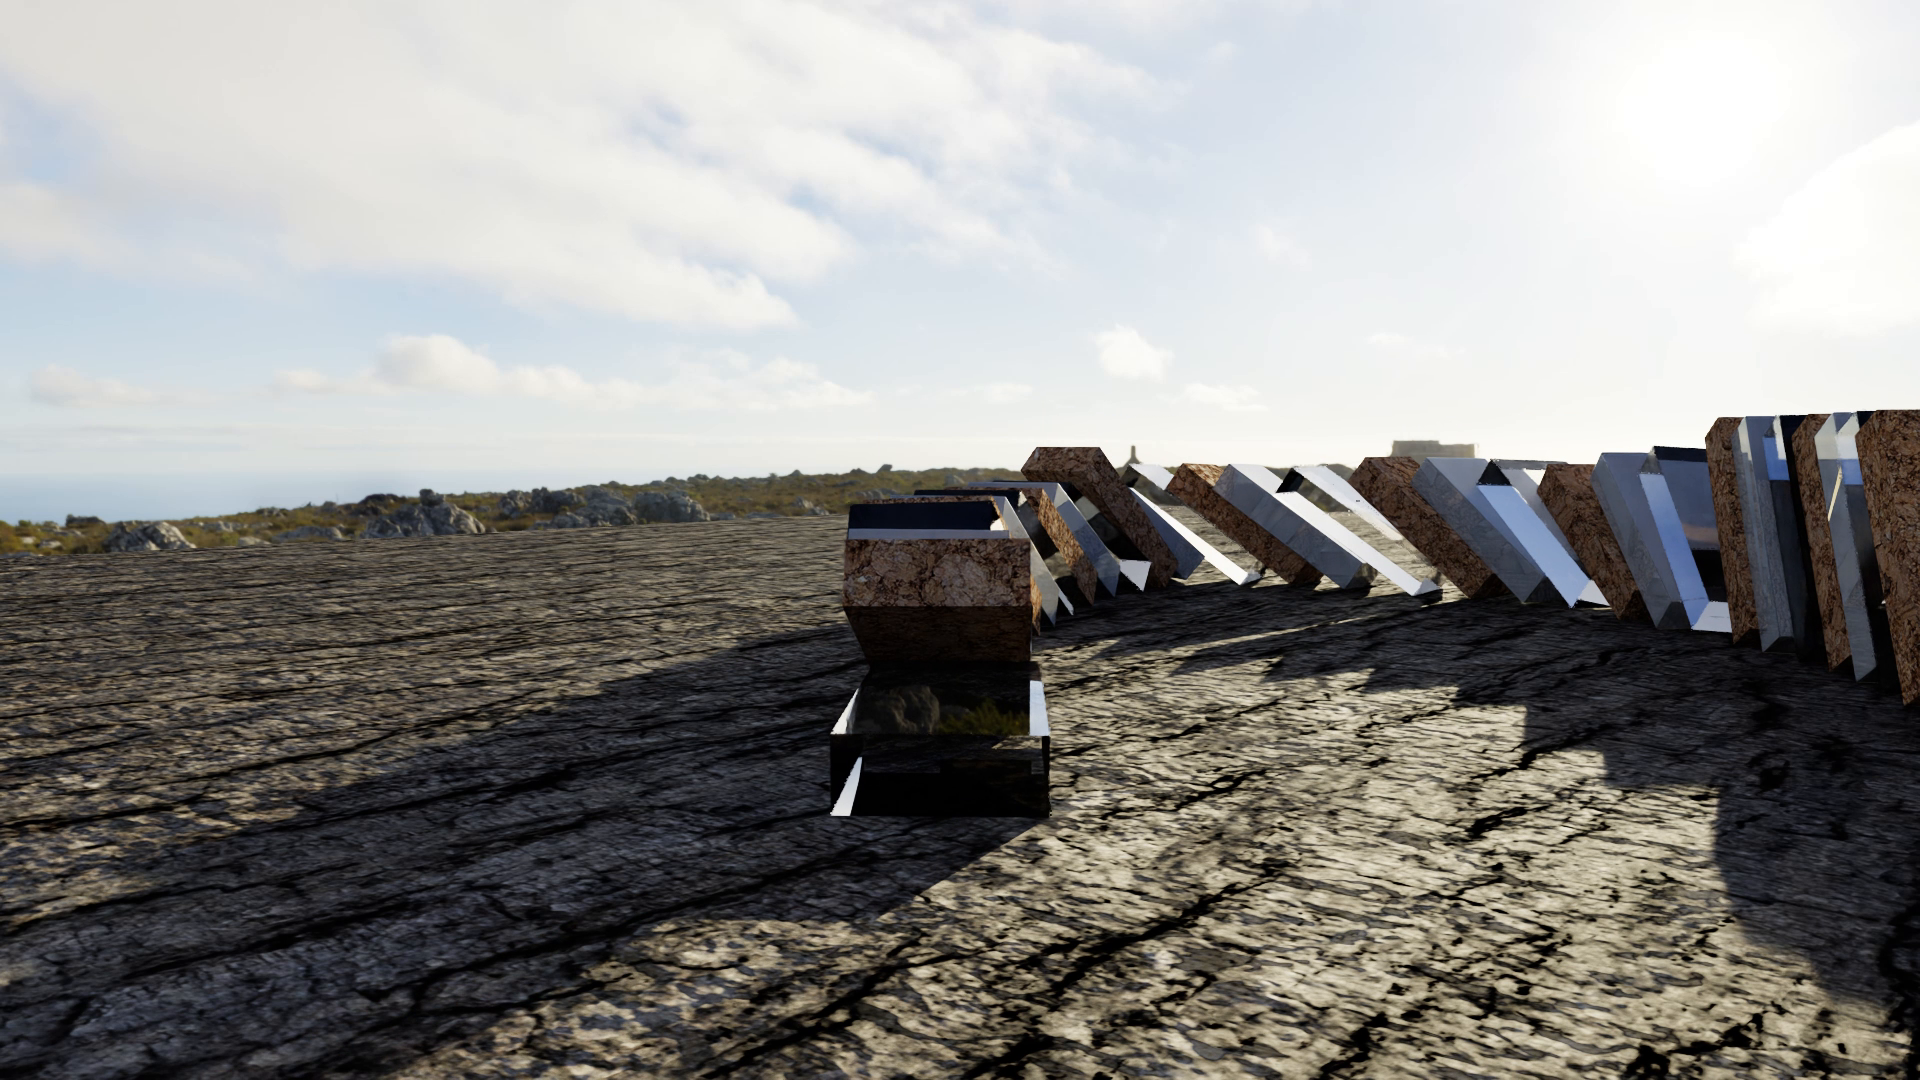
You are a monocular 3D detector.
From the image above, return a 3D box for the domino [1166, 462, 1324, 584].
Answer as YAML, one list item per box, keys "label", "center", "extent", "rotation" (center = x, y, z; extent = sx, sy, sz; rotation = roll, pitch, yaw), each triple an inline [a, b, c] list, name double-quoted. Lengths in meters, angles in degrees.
- label: "domino"
  center: [0.091, -0.006, 0.400]
  extent: [0.050, 0.009, 0.025]
  rotation: [42, 24, 27]

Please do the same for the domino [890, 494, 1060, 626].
- label: "domino"
  center: [0.004, 0.005, 0.283]
  extent: [0.025, 0.009, 0.050]
  rotation: [1, -24, 19]

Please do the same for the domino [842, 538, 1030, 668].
- label: "domino"
  center: [-0.002, 0.013, 0.195]
  extent: [0.025, 0.010, 0.050]
  rotation: [0, -20, 3]

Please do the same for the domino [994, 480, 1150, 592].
- label: "domino"
  center: [0.031, -0.001, 0.361]
  extent: [0.025, 0.010, 0.050]
  rotation: [3, -24, 37]

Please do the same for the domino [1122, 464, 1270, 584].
- label: "domino"
  center: [0.075, -0.006, 0.407]
  extent: [0.050, 0.009, 0.025]
  rotation: [39, 21, 21]

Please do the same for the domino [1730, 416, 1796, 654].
- label: "domino"
  center: [0.178, -0.002, 0.265]
  extent: [0.025, 0.050, 0.009]
  rotation: [1, -24, 13]

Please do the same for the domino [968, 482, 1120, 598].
- label: "domino"
  center: [0.022, 0.001, 0.341]
  extent: [0.025, 0.009, 0.050]
  rotation: [2, -25, 28]

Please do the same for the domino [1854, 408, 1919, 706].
- label: "domino"
  center: [0.168, 0.002, 0.211]
  extent: [0.025, 0.050, 0.009]
  rotation: [1, -24, 14]

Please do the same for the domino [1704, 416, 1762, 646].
- label: "domino"
  center: [0.178, -0.002, 0.276]
  extent: [0.025, 0.050, 0.009]
  rotation: [1, -24, 13]

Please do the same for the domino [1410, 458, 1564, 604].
- label: "domino"
  center: [0.152, -0.004, 0.359]
  extent: [0.025, 0.009, 0.050]
  rotation: [-2, 43, -29]

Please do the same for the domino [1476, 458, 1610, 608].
- label: "domino"
  center: [0.164, -0.003, 0.345]
  extent: [0.025, 0.009, 0.050]
  rotation: [1, 41, -15]

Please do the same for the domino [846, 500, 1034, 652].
- label: "domino"
  center: [-0.002, 0.008, 0.240]
  extent: [0.025, 0.009, 0.050]
  rotation: [-1, -24, 11]

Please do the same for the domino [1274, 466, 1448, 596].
- label: "domino"
  center: [0.120, -0.004, 0.378]
  extent: [0.050, 0.010, 0.025]
  rotation: [42, 27, 28]

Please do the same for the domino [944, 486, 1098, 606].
- label: "domino"
  center: [0.015, 0.002, 0.322]
  extent: [0.025, 0.009, 0.050]
  rotation: [2, -24, 23]

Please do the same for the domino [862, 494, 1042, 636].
- label: "domino"
  center: [-0.001, 0.007, 0.260]
  extent: [0.025, 0.009, 0.050]
  rotation: [-2, -24, 15]

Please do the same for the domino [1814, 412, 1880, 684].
- label: "domino"
  center: [0.174, 0.001, 0.232]
  extent: [0.025, 0.050, 0.009]
  rotation: [1, -24, 14]

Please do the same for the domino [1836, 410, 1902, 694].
- label: "domino"
  center: [0.171, 0.002, 0.222]
  extent: [0.025, 0.050, 0.009]
  rotation: [1, -24, 14]

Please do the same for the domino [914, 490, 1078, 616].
- label: "domino"
  center: [0.009, 0.004, 0.302]
  extent: [0.025, 0.009, 0.050]
  rotation: [1, -24, 22]

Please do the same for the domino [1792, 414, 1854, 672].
- label: "domino"
  center: [0.177, 0.000, 0.243]
  extent: [0.025, 0.050, 0.009]
  rotation: [1, -24, 14]

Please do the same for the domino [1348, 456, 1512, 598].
- label: "domino"
  center: [0.138, -0.005, 0.371]
  extent: [0.025, 0.009, 0.050]
  rotation: [-4, 44, -41]

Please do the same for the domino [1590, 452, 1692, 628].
- label: "domino"
  center: [0.174, -0.001, 0.310]
  extent: [0.025, 0.010, 0.050]
  rotation: [0, 46, 2]

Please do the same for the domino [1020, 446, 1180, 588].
- label: "domino"
  center: [0.042, -0.007, 0.378]
  extent: [0.025, 0.010, 0.050]
  rotation: [5, -38, 48]

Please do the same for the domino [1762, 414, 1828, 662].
- label: "domino"
  center: [0.178, -0.001, 0.253]
  extent: [0.025, 0.050, 0.009]
  rotation: [1, -24, 13]

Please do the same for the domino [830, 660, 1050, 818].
- label: "domino"
  center: [-0.001, 0.025, 0.171]
  extent: [0.025, 0.010, 0.050]
  rotation: [0, 4, 2]

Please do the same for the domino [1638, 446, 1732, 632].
- label: "domino"
  center: [0.177, -0.001, 0.296]
  extent: [0.025, 0.009, 0.050]
  rotation: [4, 47, 6]

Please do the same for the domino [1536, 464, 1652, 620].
- label: "domino"
  center: [0.171, -0.001, 0.327]
  extent: [0.025, 0.010, 0.050]
  rotation: [0, 40, -4]

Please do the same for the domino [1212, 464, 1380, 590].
- label: "domino"
  center: [0.103, -0.005, 0.387]
  extent: [0.050, 0.010, 0.025]
  rotation: [42, 24, 27]

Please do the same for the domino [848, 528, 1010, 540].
- label: "domino"
  center: [-0.002, 0.011, 0.219]
  extent: [0.025, 0.009, 0.050]
  rotation: [1, -20, 7]

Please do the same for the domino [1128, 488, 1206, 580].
- label: "domino"
  center: [0.051, -0.008, 0.399]
  extent: [0.050, 0.009, 0.025]
  rotation: [41, -4, -7]
